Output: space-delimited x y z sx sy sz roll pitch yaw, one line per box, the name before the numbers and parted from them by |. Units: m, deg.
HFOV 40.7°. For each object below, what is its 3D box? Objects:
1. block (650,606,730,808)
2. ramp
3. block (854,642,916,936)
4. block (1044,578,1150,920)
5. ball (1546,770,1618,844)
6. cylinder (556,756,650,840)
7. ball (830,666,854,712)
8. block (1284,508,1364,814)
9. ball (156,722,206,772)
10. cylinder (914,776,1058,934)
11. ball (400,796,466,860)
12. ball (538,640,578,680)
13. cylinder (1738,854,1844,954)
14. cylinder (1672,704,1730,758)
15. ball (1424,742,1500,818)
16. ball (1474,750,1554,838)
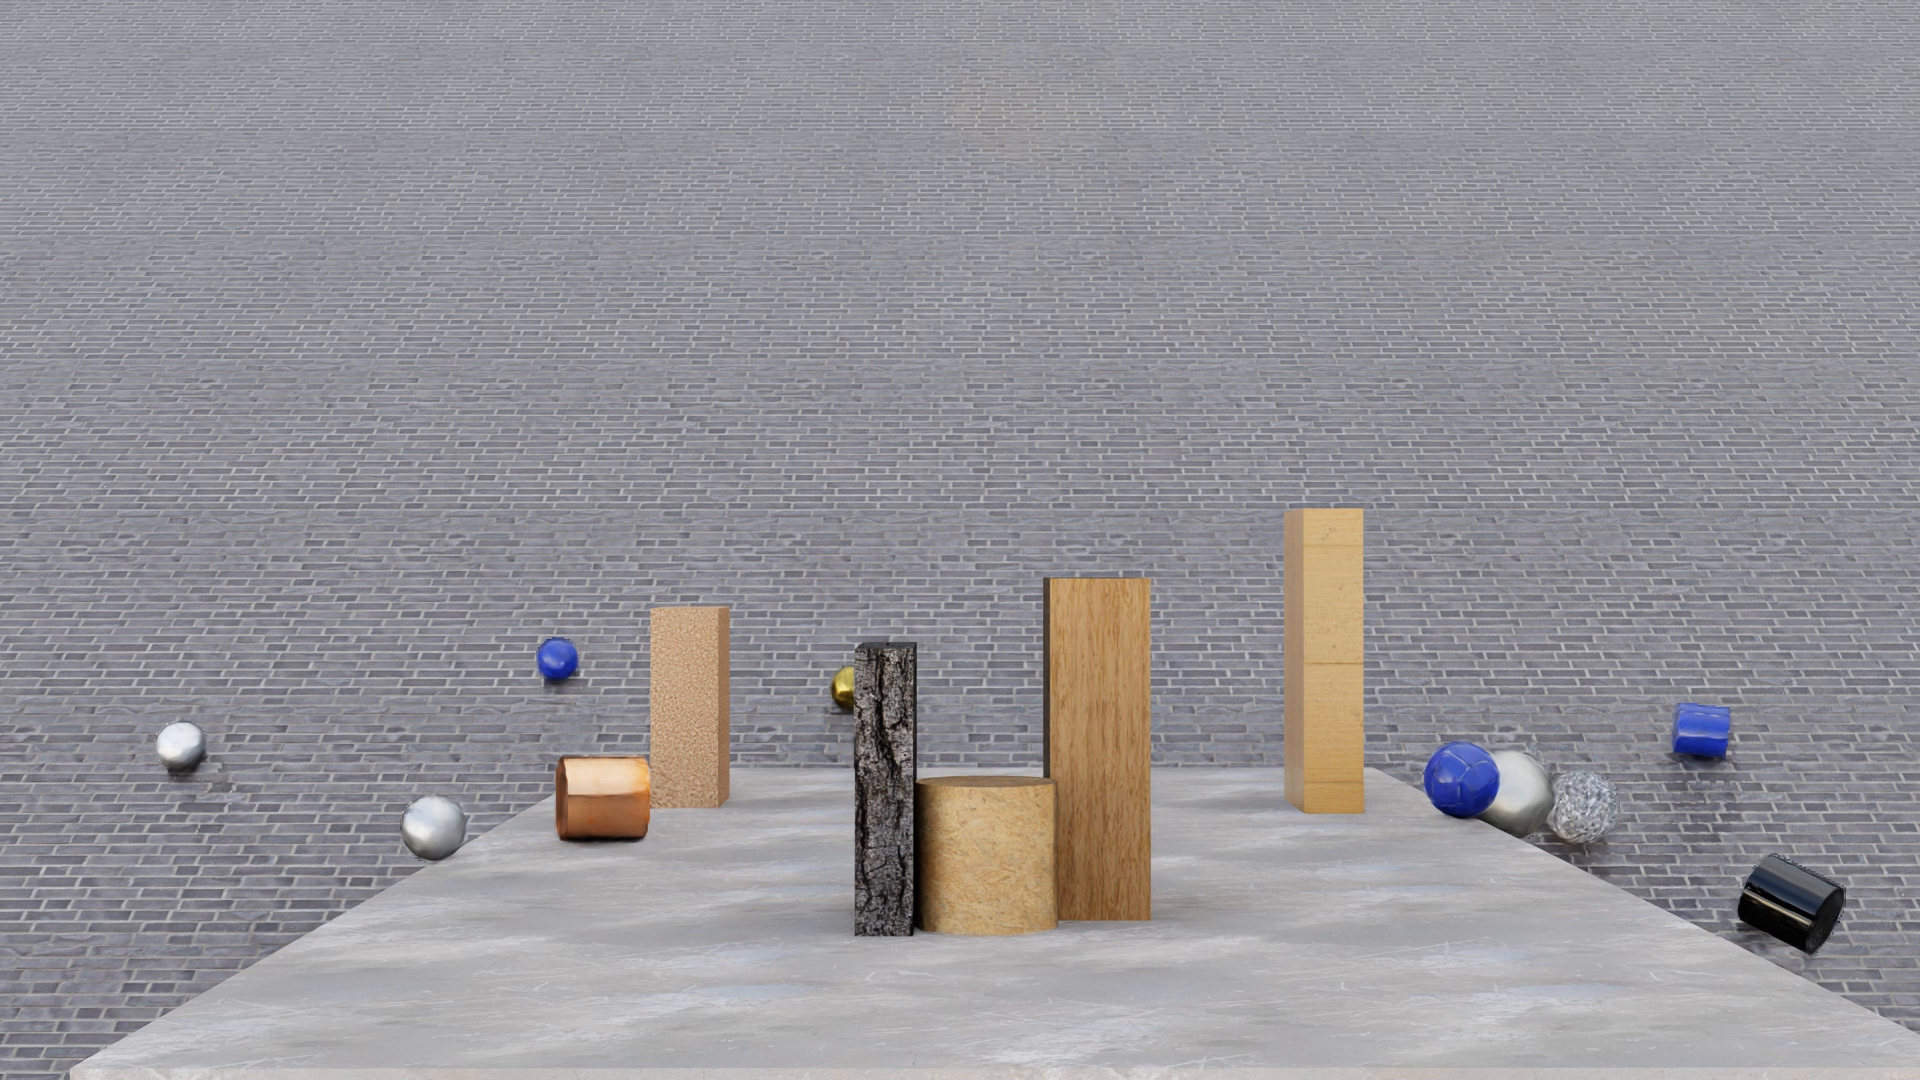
block | -0.596 0.365 5.738 0.146 0.430 0.278 0 -1 0
ramp | 0.070 0.620 4.702 2.000 0.100 4.000 0 -1 0
block | -0.108 0.359 3.833 0.083 0.406 0.338 0 -1 0
block | 0.207 0.311 3.981 0.148 0.505 0.313 0 -1 0
ball | 1.569 0.676 6.546 0.185 0.185 0.185 0 32 0
cylinder | -0.684 0.493 4.951 0.157 0.157 0.157 1 30 -18
ball | -0.292 0.404 7.049 0.124 0.124 0.124 0 32 0
block | 0.788 0.257 5.632 0.126 0.644 0.330 0 -1 0
ball | -2.048 0.544 6.814 0.129 0.129 0.129 0 32 0
cylinder | 0.038 0.457 3.780 0.209 0.209 0.209 0 -1 0
ball | -0.936 0.512 4.608 0.115 0.115 0.115 0 32 0
ball | -1.114 0.331 7.178 0.113 0.113 0.113 0 32 0
cylinder | 1.998 0.875 6.228 0.178 0.178 0.178 27 41 36
cylinder | 1.966 0.506 6.876 0.129 0.129 0.129 6 32 10
ball | 1.040 0.498 5.373 0.157 0.157 0.157 0 32 0
ball | 1.198 0.559 5.670 0.197 0.197 0.197 0 32 0
